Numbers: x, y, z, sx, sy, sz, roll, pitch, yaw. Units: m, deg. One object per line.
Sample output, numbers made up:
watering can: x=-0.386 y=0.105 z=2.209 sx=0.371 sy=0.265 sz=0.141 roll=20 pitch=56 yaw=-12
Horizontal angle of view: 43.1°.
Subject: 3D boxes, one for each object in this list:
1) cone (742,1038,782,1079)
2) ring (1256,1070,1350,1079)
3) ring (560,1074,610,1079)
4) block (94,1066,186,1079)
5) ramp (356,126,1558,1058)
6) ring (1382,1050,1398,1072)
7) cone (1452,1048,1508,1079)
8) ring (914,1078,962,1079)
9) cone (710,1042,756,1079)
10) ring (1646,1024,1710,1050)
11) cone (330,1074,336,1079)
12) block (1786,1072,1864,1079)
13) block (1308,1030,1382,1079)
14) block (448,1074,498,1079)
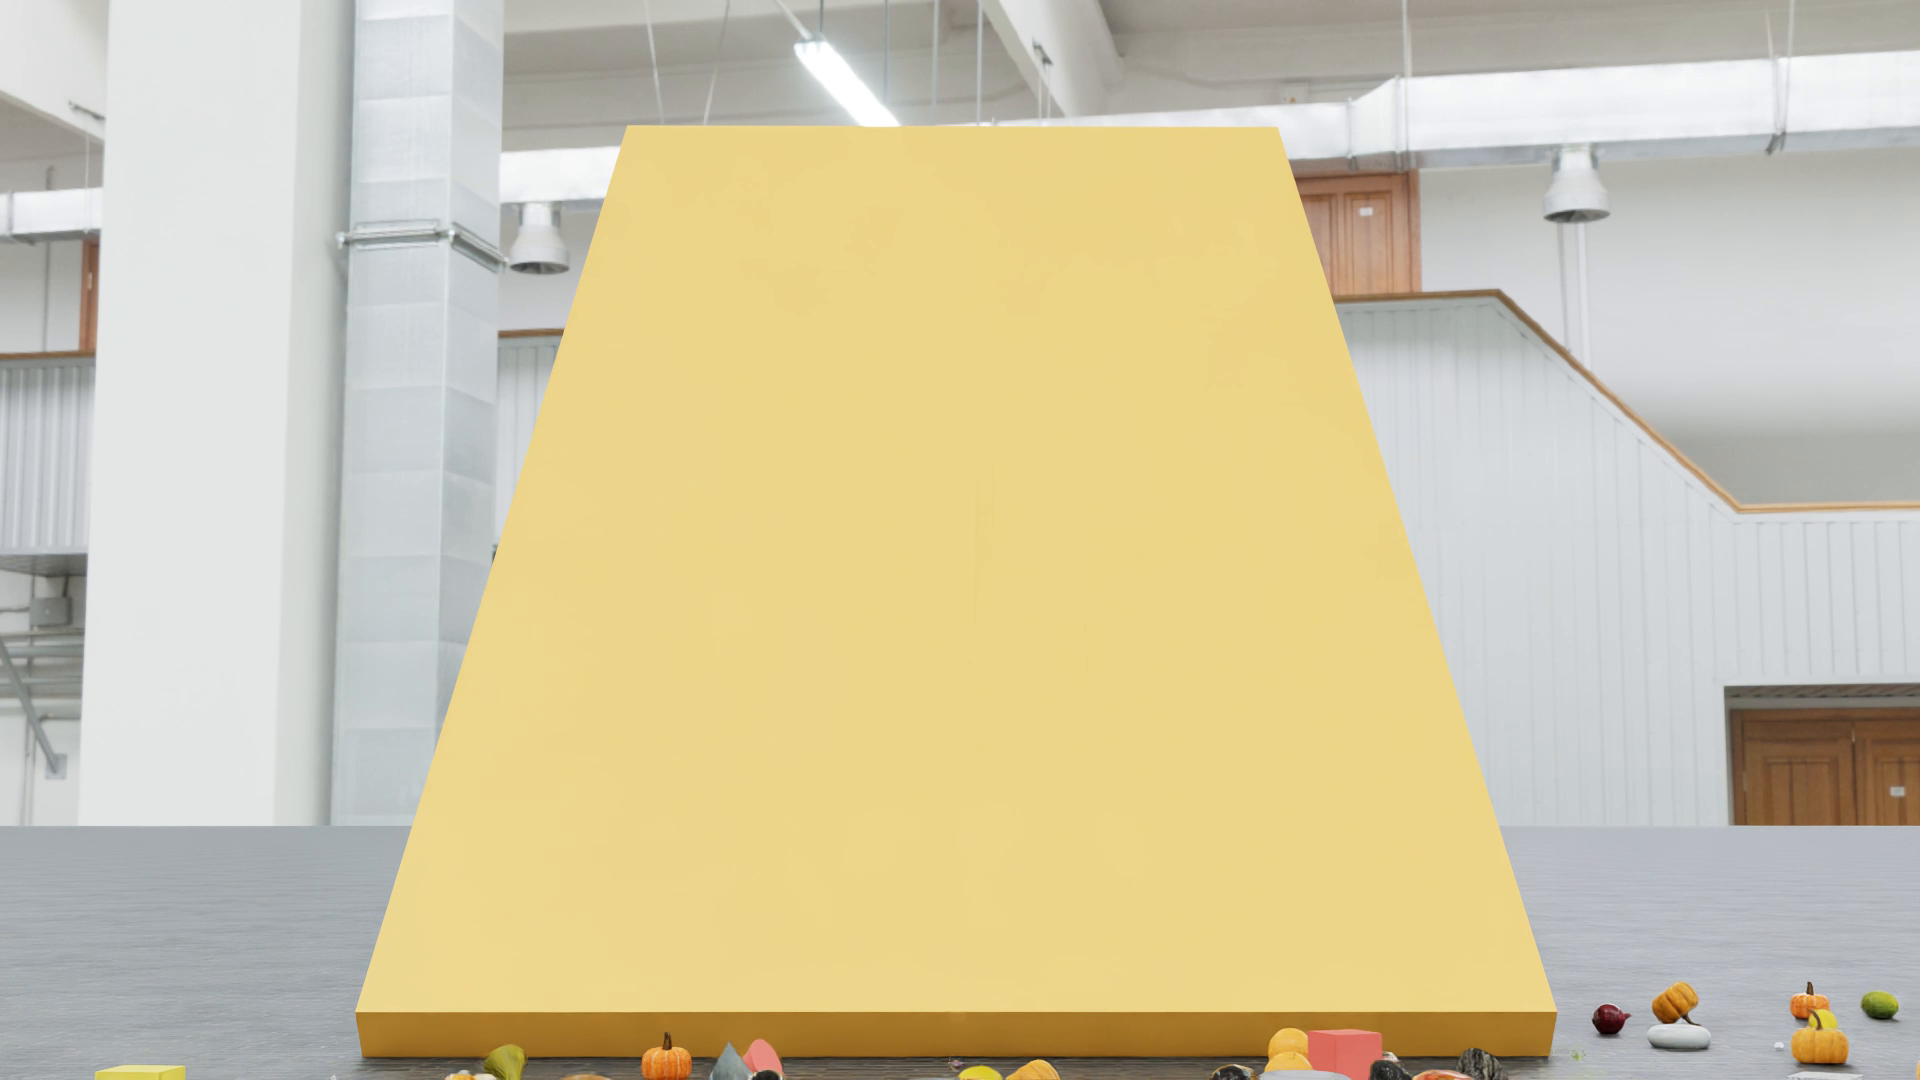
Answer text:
cone: x=-0.322 y=0.805 z=3.674 sx=0.075 sy=0.075 sz=0.075 roll=-32 pitch=-18 yaw=17
ring: x=0.476 y=0.762 z=3.356 sx=0.146 sy=0.049 sz=0.146 roll=1 pitch=-6 yaw=0
ring: x=-0.439 y=0.689 z=2.920 sx=0.128 sy=0.043 sz=0.128 roll=6 pitch=-47 yaw=6
block: x=-1.041 y=0.713 z=3.084 sx=0.083 sy=0.083 sz=0.083 roll=-1 pitch=-7 yaw=5
ramp: x=-0.014 y=-0.201 z=5.784 sx=2.000 sy=0.100 sz=4.000 roll=0 pitch=31 yaw=0
ring: x=0.654 y=0.832 z=3.878 sx=0.088 sy=0.029 sz=0.088 roll=-1 pitch=-6 yaw=0
cone: x=0.700 y=0.768 z=3.381 sx=0.092 sy=0.092 sz=0.092 roll=5 pitch=-35 yaw=-35
ring: x=-0.030 y=0.767 z=3.362 sx=0.118 sy=0.039 sz=0.118 roll=0 pitch=-8 yaw=0
cone: x=-0.314 y=0.783 z=3.499 sx=0.087 sy=0.087 sz=0.087 roll=26 pitch=-6 yaw=3
ring: x=1.262 y=0.873 z=4.268 sx=0.109 sy=0.036 sz=0.109 roll=0 pitch=-5 yaw=0
cone: x=-0.808 y=0.724 z=3.128 sx=0.072 sy=0.072 sz=0.072 roll=0 pitch=-7 yaw=0
block: x=1.093 y=0.714 z=3.065 sx=0.076 sy=0.076 sz=0.076 roll=-4 pitch=-8 yaw=34
block: x=0.578 y=0.780 z=3.651 sx=0.080 sy=0.080 sz=0.080 roll=3 pitch=-7 yaw=-23
block: x=-0.647 y=0.742 z=3.226 sx=0.057 sy=0.057 sz=0.057 roll=2 pitch=-7 yaw=-18
